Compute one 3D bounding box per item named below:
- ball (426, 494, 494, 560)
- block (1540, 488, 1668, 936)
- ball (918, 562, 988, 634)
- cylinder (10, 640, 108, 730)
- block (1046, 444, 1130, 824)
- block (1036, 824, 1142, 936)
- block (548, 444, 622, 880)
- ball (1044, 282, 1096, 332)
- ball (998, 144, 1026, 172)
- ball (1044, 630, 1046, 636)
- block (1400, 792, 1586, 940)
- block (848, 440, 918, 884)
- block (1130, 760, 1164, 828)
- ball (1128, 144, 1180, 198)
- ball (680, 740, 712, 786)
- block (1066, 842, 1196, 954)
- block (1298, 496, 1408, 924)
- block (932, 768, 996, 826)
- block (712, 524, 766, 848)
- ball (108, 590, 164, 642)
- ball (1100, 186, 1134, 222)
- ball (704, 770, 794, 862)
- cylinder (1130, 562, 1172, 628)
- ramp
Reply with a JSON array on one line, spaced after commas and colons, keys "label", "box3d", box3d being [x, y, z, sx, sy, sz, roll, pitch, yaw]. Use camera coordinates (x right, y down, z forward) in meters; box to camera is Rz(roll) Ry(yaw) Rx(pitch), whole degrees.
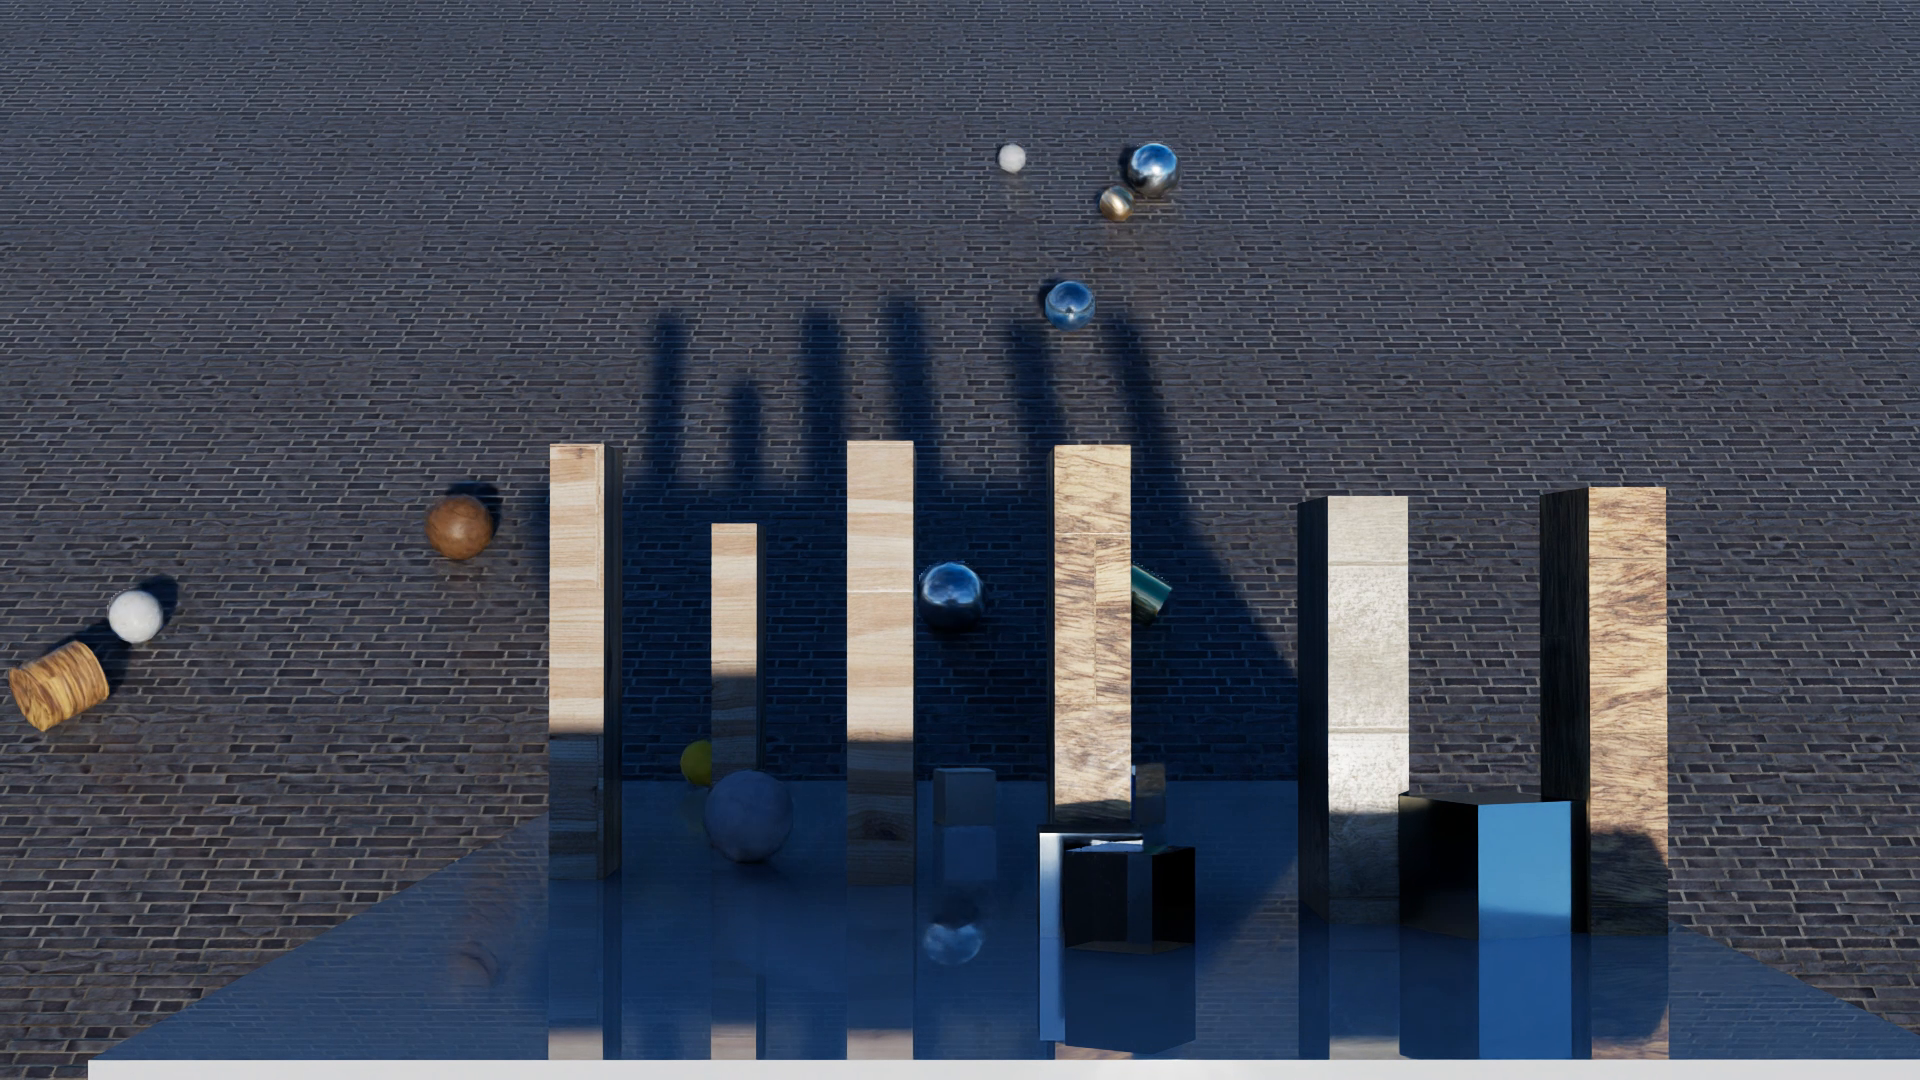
[{"label": "ball", "box3d": [-1.495, -0.040, 7.750, 0.200, 0.200, 0.200, 0, 33, 0]}, {"label": "block", "box3d": [0.967, 0.250, 3.910, 0.111, 0.647, 0.320, 0, -1, 0]}, {"label": "ball", "box3d": [-0.024, 0.165, 7.432, 0.204, 0.204, 0.204, 0, 33, 0]}, {"label": "cylinder", "box3d": [-2.462, 0.397, 7.089, 0.186, 0.186, 0.186, 27, 42, 35]}, {"label": "block", "box3d": [0.199, 0.219, 4.068, 0.114, 0.716, 0.369, 0, -1, 0]}, {"label": "block", "box3d": [0.189, 0.498, 3.804, 0.148, 0.148, 0.148, 0, -1, 0]}, {"label": "block", "box3d": [-0.661, 0.212, 4.592, 0.093, 0.751, 0.247, 0, -1, 0]}, {"label": "ball", "box3d": [0.380, -0.806, 8.956, 0.173, 0.173, 0.173, 0, 33, 0]}, {"label": "ball", "box3d": [0.203, -1.480, 10.051, 0.111, 0.111, 0.111, 0, 33, 0]}, {"label": "ball", "box3d": [0.303, 0.261, 7.356, 0.124, 0.124, 0.124, 0, 33, 0]}, {"label": "block", "box3d": [0.783, 0.476, 3.816, 0.192, 0.192, 0.192, 0, -1, -25]}, {"label": "block", "box3d": [-0.135, 0.211, 4.598, 0.112, 0.751, 0.415, 0, -1, 0]}, {"label": "block", "box3d": [0.347, 0.539, 5.507, 0.130, 0.130, 0.130, -1, -1, 32]}, {"label": "ball", "box3d": [0.737, -1.405, 9.851, 0.203, 0.203, 0.203, 0, 33, 0]}, {"label": "ball", "box3d": [-0.651, 0.565, 6.577, 0.117, 0.117, 0.117, 0, 33, 0]}, {"label": "block", "box3d": [0.239, 0.501, 3.637, 0.135, 0.135, 0.135, -1, -1, 31]}, {"label": "block", "box3d": [0.610, 0.257, 4.049, 0.120, 0.639, 0.351, 0, -1, 0]}, {"label": "block", "box3d": [0.009, 0.548, 5.551, 0.112, 0.112, 0.112, 0, -1, -14]}, {"label": "block", "box3d": [-0.436, 0.284, 5.123, 0.087, 0.626, 0.253, 0, -1, 0]}, {"label": "ball", "box3d": [-2.350, 0.218, 7.398, 0.152, 0.152, 0.152, 0, 33, 0]}, {"label": "ball", "box3d": [0.587, -1.255, 9.685, 0.133, 0.133, 0.133, 0, 33, 0]}, {"label": "ball", "box3d": [-0.388, 0.507, 4.768, 0.167, 0.167, 0.167, 0, 33, 0]}, {"label": "cylinder", "box3d": [0.515, 0.160, 7.439, 0.138, 0.138, 0.138, 33, 39, 4]}, {"label": "ramp", "box3d": [0.073, 0.640, 4.754, 2.000, 0.100, 4.000, 0, -1, 0]}]
